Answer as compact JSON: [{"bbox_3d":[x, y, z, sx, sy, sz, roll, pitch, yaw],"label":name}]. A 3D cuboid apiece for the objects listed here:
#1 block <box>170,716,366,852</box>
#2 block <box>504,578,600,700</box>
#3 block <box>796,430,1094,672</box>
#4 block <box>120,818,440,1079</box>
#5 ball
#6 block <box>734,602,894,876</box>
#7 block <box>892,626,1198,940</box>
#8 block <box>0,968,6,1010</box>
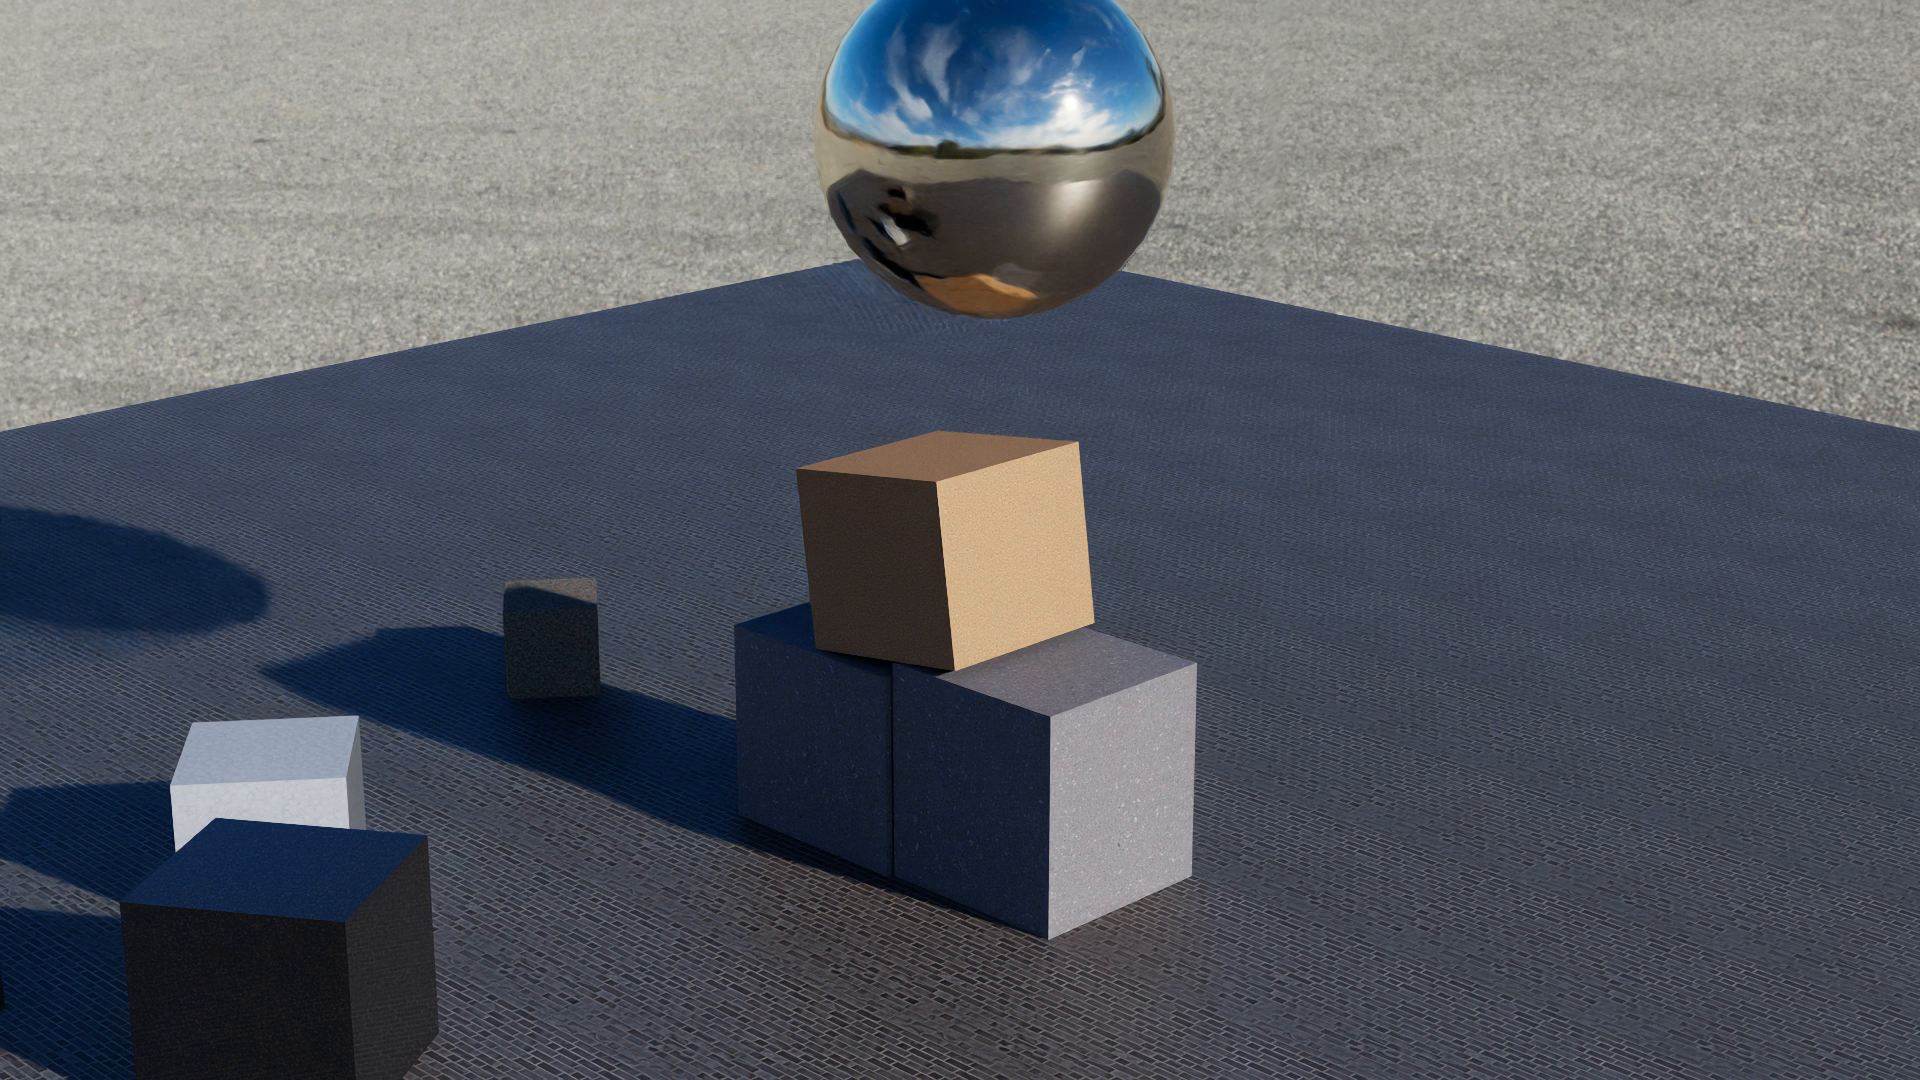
[{"bbox_3d":[-3.103,1.257,13.233,0.751,0.667,0.769,-2,18,-7],"label":"block"},{"bbox_3d":[-2.203,0.527,15.845,0.495,0.493,0.524,-2,18,-7],"label":"block"},{"bbox_3d":[-0.064,0.028,13.421,0.913,0.850,0.913,7,17,45],"label":"block"},{"bbox_3d":[-2.650,1.689,11.515,0.906,0.873,0.835,3,18,11],"label":"block"},{"bbox_3d":[0.150,-1.776,12.941,1.600,1.600,1.600,0,17,0],"label":"ball"},{"bbox_3d":[-0.359,0.868,13.968,0.970,0.967,1.033,-17,24,-42],"label":"block"},{"bbox_3d":[0.380,1.045,13.288,0.971,1.039,0.959,17,24,42],"label":"block"},{"bbox_3d":[-4.439,1.581,12.162,0.717,0.690,0.692,-10,20,-29],"label":"block"}]
